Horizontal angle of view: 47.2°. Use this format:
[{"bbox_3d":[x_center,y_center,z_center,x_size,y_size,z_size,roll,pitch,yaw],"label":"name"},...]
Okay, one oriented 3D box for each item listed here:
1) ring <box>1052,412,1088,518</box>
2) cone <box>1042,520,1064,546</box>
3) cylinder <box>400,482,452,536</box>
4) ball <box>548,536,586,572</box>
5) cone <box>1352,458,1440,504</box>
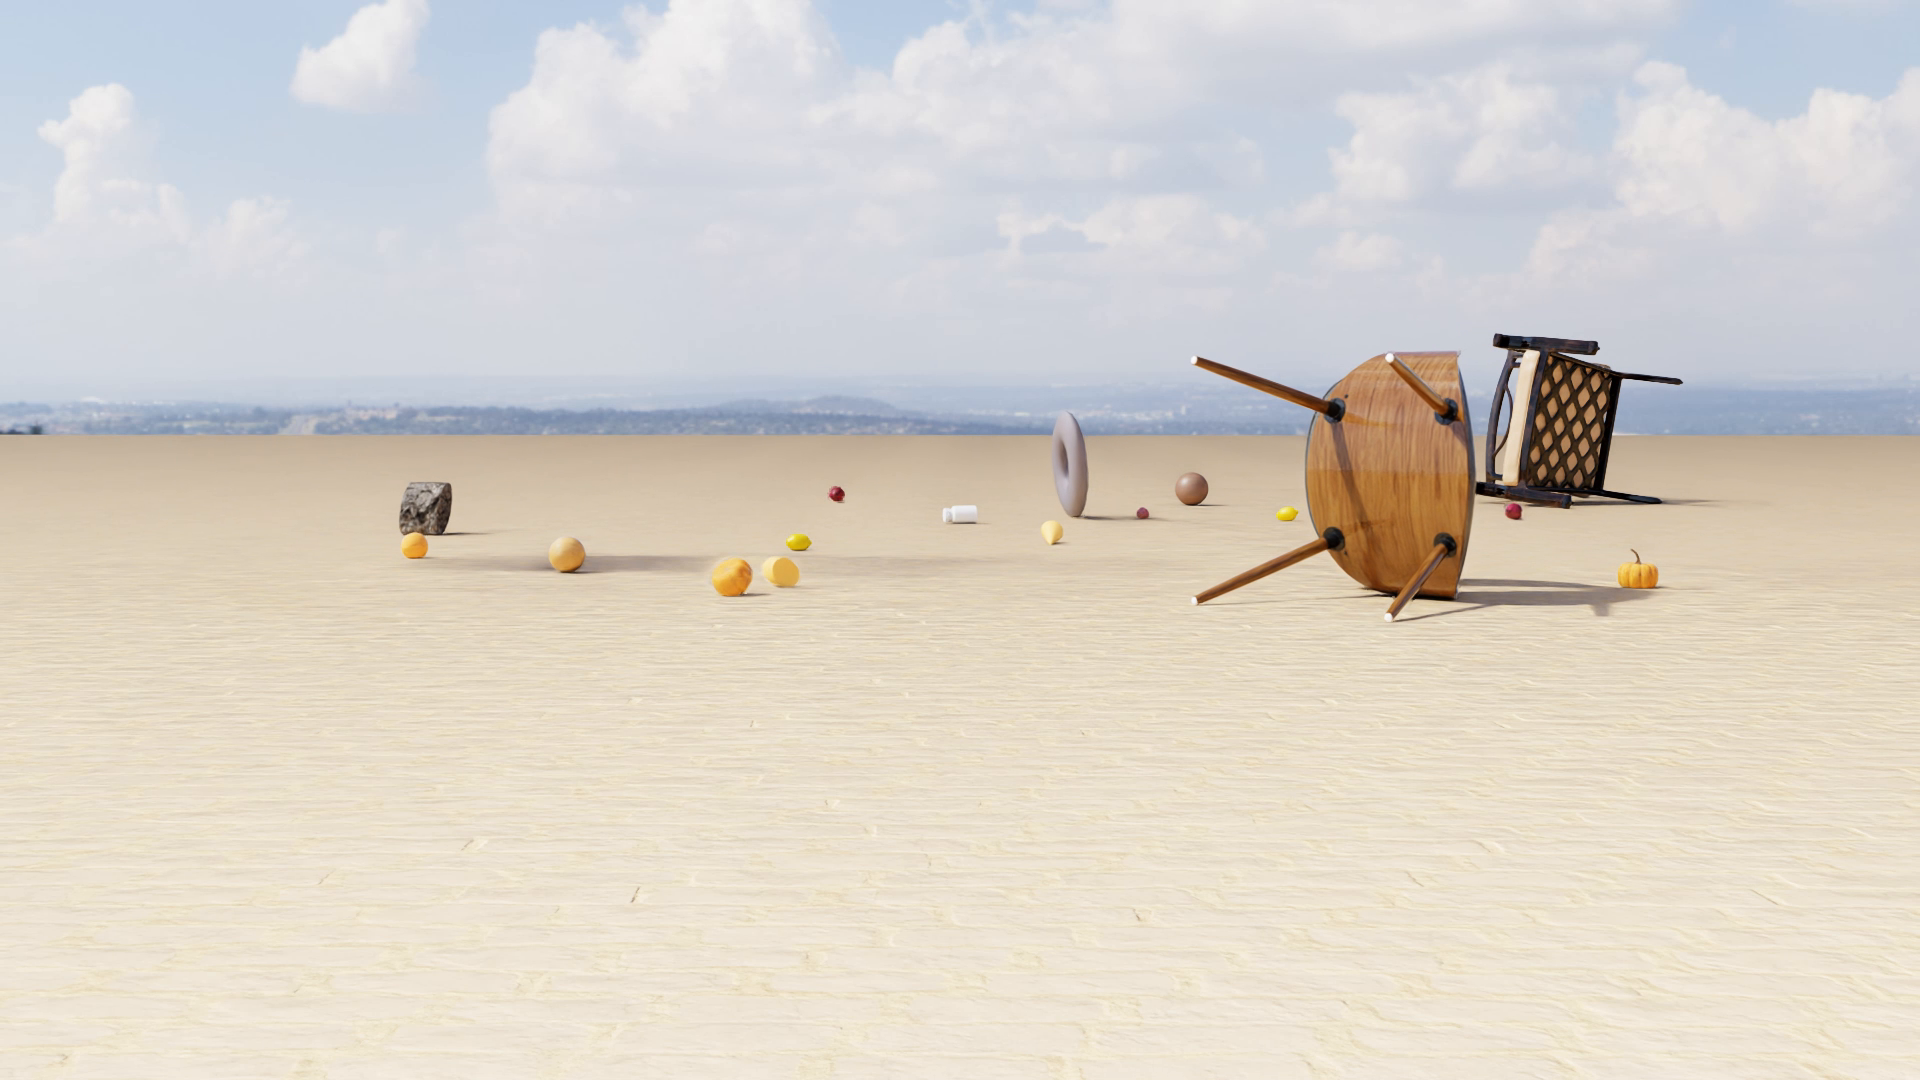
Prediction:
[{"bbox_3d":[0.383,-0.259,7.650,0.062,0.379,0.283,-8,19,-14],"label":"ring"},{"bbox_3d":[0.265,-0.005,6.383,0.067,0.065,0.134,42,16,-9],"label":"cone"},{"bbox_3d":[-1.646,-0.096,6.776,0.130,0.170,0.076,1,-18,19],"label":"cylinder"},{"bbox_3d":[-0.962,0.035,5.381,0.090,0.090,0.090,0,4,0],"label":"ball"},{"bbox_3d":[1.663,-0.183,8.558,0.311,0.130,0.264,-17,41,-8],"label":"cone"}]
